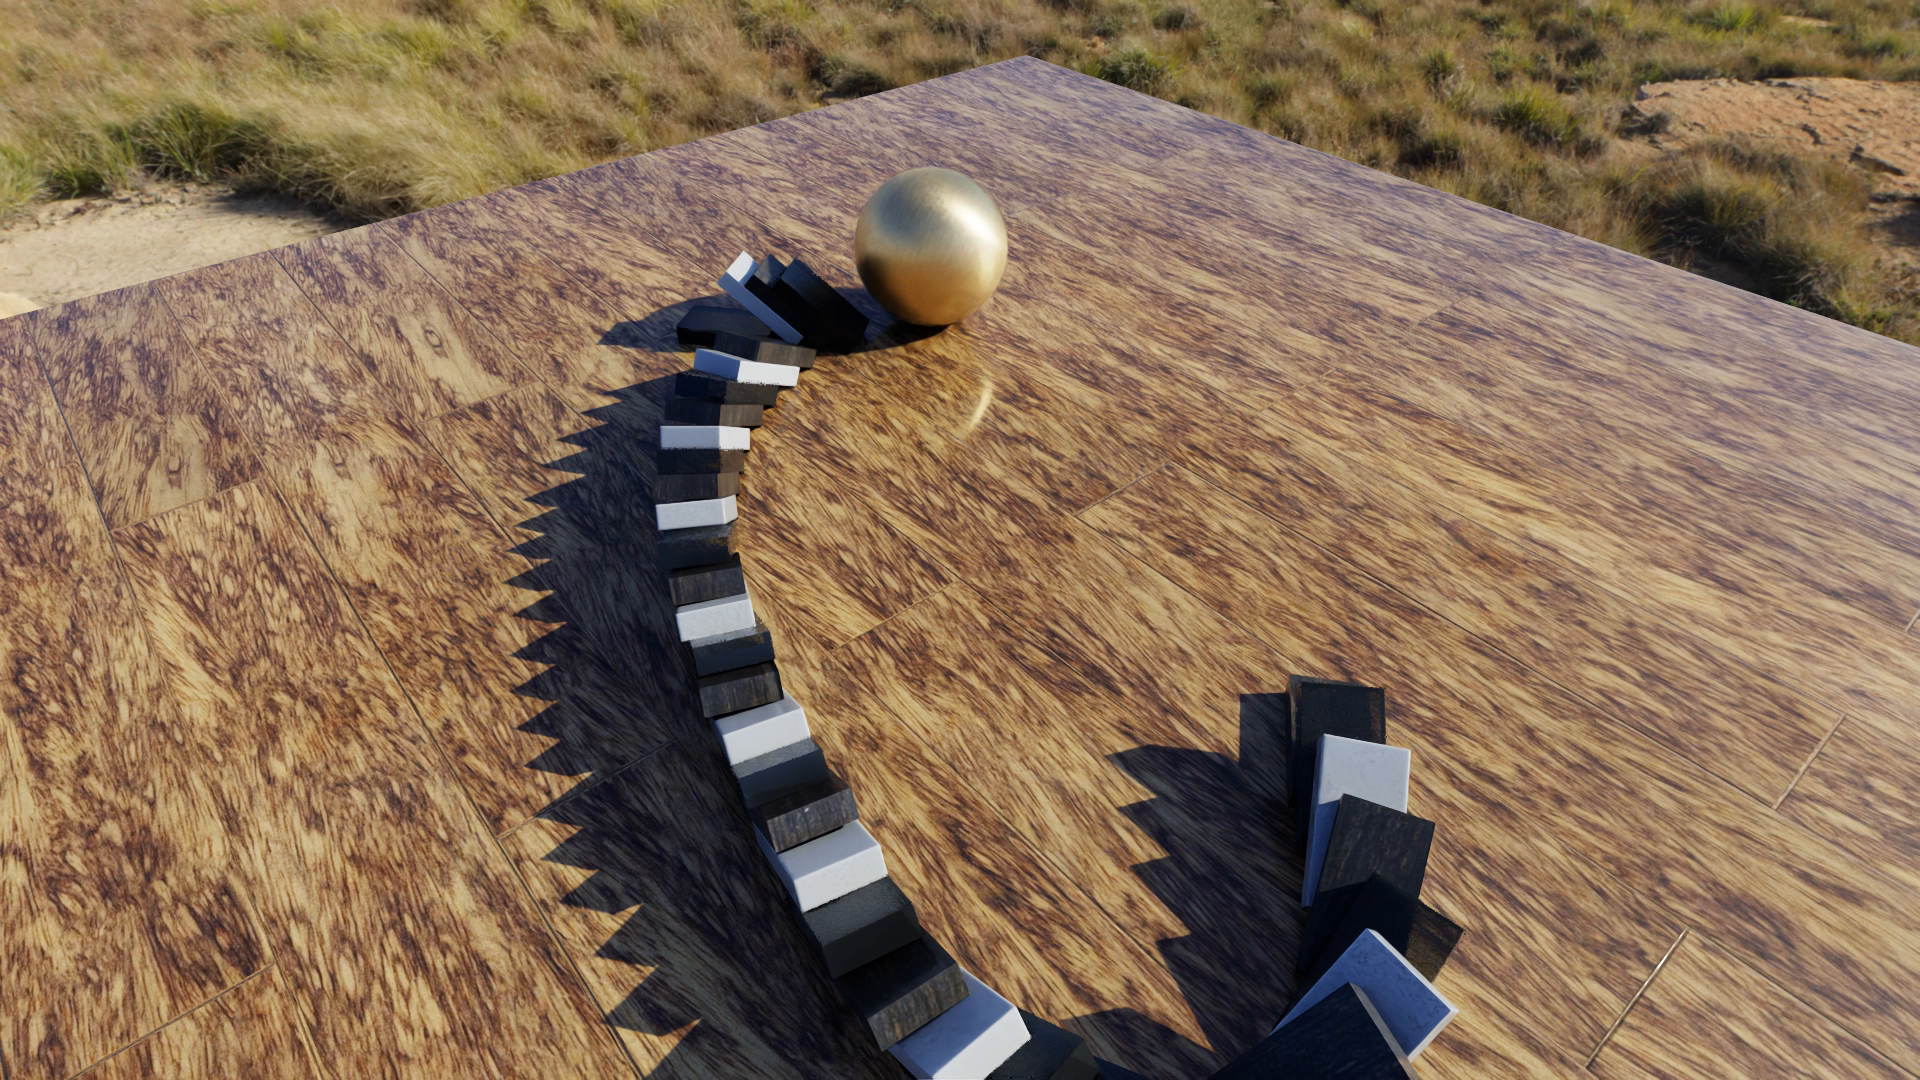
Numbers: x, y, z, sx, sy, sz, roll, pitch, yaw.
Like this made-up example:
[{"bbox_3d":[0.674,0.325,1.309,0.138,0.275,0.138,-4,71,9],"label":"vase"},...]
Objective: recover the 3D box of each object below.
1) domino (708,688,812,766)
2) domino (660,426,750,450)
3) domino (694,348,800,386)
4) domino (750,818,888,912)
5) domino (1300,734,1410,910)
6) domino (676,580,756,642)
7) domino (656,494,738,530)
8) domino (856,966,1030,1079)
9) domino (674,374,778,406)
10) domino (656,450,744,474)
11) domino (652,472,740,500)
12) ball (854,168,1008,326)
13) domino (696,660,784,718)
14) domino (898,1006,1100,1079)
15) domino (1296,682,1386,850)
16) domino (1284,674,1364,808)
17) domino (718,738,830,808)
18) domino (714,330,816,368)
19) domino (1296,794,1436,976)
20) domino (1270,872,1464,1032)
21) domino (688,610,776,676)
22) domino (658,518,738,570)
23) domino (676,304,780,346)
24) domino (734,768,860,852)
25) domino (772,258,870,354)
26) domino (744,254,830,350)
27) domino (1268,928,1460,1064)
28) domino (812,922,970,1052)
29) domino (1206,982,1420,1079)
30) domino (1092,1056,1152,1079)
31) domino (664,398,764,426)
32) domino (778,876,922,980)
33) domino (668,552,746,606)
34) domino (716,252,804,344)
[{"bbox_3d":[-0.066,0.057,0.353,0.025,0.010,0.050,-18,9,-18],"label":"domino"},{"bbox_3d":[-0.109,-0.044,0.475,0.025,0.010,0.050,0,5,3],"label":"domino"},{"bbox_3d":[-0.101,-0.082,0.524,0.025,0.009,0.050,19,12,21],"label":"domino"},{"bbox_3d":[-0.042,0.088,0.318,0.025,0.010,0.050,-18,13,-21],"label":"domino"},{"bbox_3d":[0.116,0.084,0.322,0.025,0.009,0.050,9,69,10],"label":"domino"},{"bbox_3d":[-0.087,0.025,0.393,0.025,0.009,0.050,-12,8,-12],"label":"domino"},{"bbox_3d":[-0.103,-0.011,0.435,0.025,0.009,0.050,-6,5,-6],"label":"domino"},{"bbox_3d":[-0.007,0.119,0.276,0.025,0.009,0.050,-31,15,-25],"label":"domino"},{"bbox_3d":[-0.107,-0.069,0.508,0.025,0.010,0.050,12,9,16],"label":"domino"},{"bbox_3d":[-0.108,-0.033,0.462,0.025,0.010,0.050,-1,5,-1],"label":"domino"},{"bbox_3d":[-0.107,-0.023,0.450,0.025,0.009,0.050,-1,5,-2],"label":"domino"},{"bbox_3d":[-0.015,-0.152,0.573,0.080,0.080,0.080,0,39,0],"label":"ball"},{"bbox_3d":[-0.075,0.046,0.368,0.025,0.009,0.050,-12,9,-14],"label":"domino"},{"bbox_3d":[0.007,0.126,0.268,0.025,0.010,0.050,-35,17,-32],"label":"domino"},{"bbox_3d":[0.117,0.070,0.338,0.025,0.009,0.050,4,68,8],"label":"domino"},{"bbox_3d":[0.121,0.067,0.362,0.025,0.010,0.050,8,40,9],"label":"domino"},{"bbox_3d":[-0.059,0.067,0.340,0.025,0.010,0.050,-18,9,-18],"label":"domino"},{"bbox_3d":[-0.095,-0.093,0.538,0.025,0.010,0.050,19,12,21],"label":"domino"},{"bbox_3d":[0.112,0.099,0.305,0.025,0.010,0.050,16,70,18],"label":"domino"},{"bbox_3d":[0.106,0.115,0.286,0.025,0.009,0.050,31,75,32],"label":"domino"},{"bbox_3d":[-0.080,0.035,0.379,0.025,0.010,0.050,-12,8,-16],"label":"domino"},{"bbox_3d":[-0.100,0.001,0.423,0.025,0.010,0.050,-6,9,-7],"label":"domino"},{"bbox_3d":[-0.121,-0.112,0.580,0.050,0.010,0.025,7,40,9],"label":"domino"},{"bbox_3d":[-0.050,0.077,0.329,0.025,0.009,0.050,-18,9,-21],"label":"domino"},{"bbox_3d":[-0.071,-0.121,0.567,0.050,0.009,0.025,39,37,-18],"label":"domino"},{"bbox_3d":[-0.085,-0.123,0.570,0.050,0.010,0.025,39,37,-17],"label":"domino"},{"bbox_3d":[0.094,0.123,0.269,0.050,0.010,0.025,-51,50,6],"label":"domino"},{"bbox_3d":[-0.020,0.110,0.287,0.025,0.009,0.050,-26,14,-20],"label":"domino"},{"bbox_3d":[0.081,0.130,0.260,0.050,0.010,0.025,-42,42,13],"label":"domino"},{"bbox_3d":[0.021,0.133,0.261,0.025,0.009,0.050,-36,20,-36],"label":"domino"},{"bbox_3d":[-0.110,-0.057,0.494,0.025,0.009,0.050,8,8,10],"label":"domino"},{"bbox_3d":[-0.031,0.100,0.302,0.025,0.009,0.050,-19,12,-20],"label":"domino"},{"bbox_3d":[-0.093,0.014,0.406,0.025,0.010,0.050,-10,7,-11],"label":"domino"},{"bbox_3d":[-0.100,-0.125,0.572,0.050,0.010,0.025,39,37,-17],"label":"domino"}]
